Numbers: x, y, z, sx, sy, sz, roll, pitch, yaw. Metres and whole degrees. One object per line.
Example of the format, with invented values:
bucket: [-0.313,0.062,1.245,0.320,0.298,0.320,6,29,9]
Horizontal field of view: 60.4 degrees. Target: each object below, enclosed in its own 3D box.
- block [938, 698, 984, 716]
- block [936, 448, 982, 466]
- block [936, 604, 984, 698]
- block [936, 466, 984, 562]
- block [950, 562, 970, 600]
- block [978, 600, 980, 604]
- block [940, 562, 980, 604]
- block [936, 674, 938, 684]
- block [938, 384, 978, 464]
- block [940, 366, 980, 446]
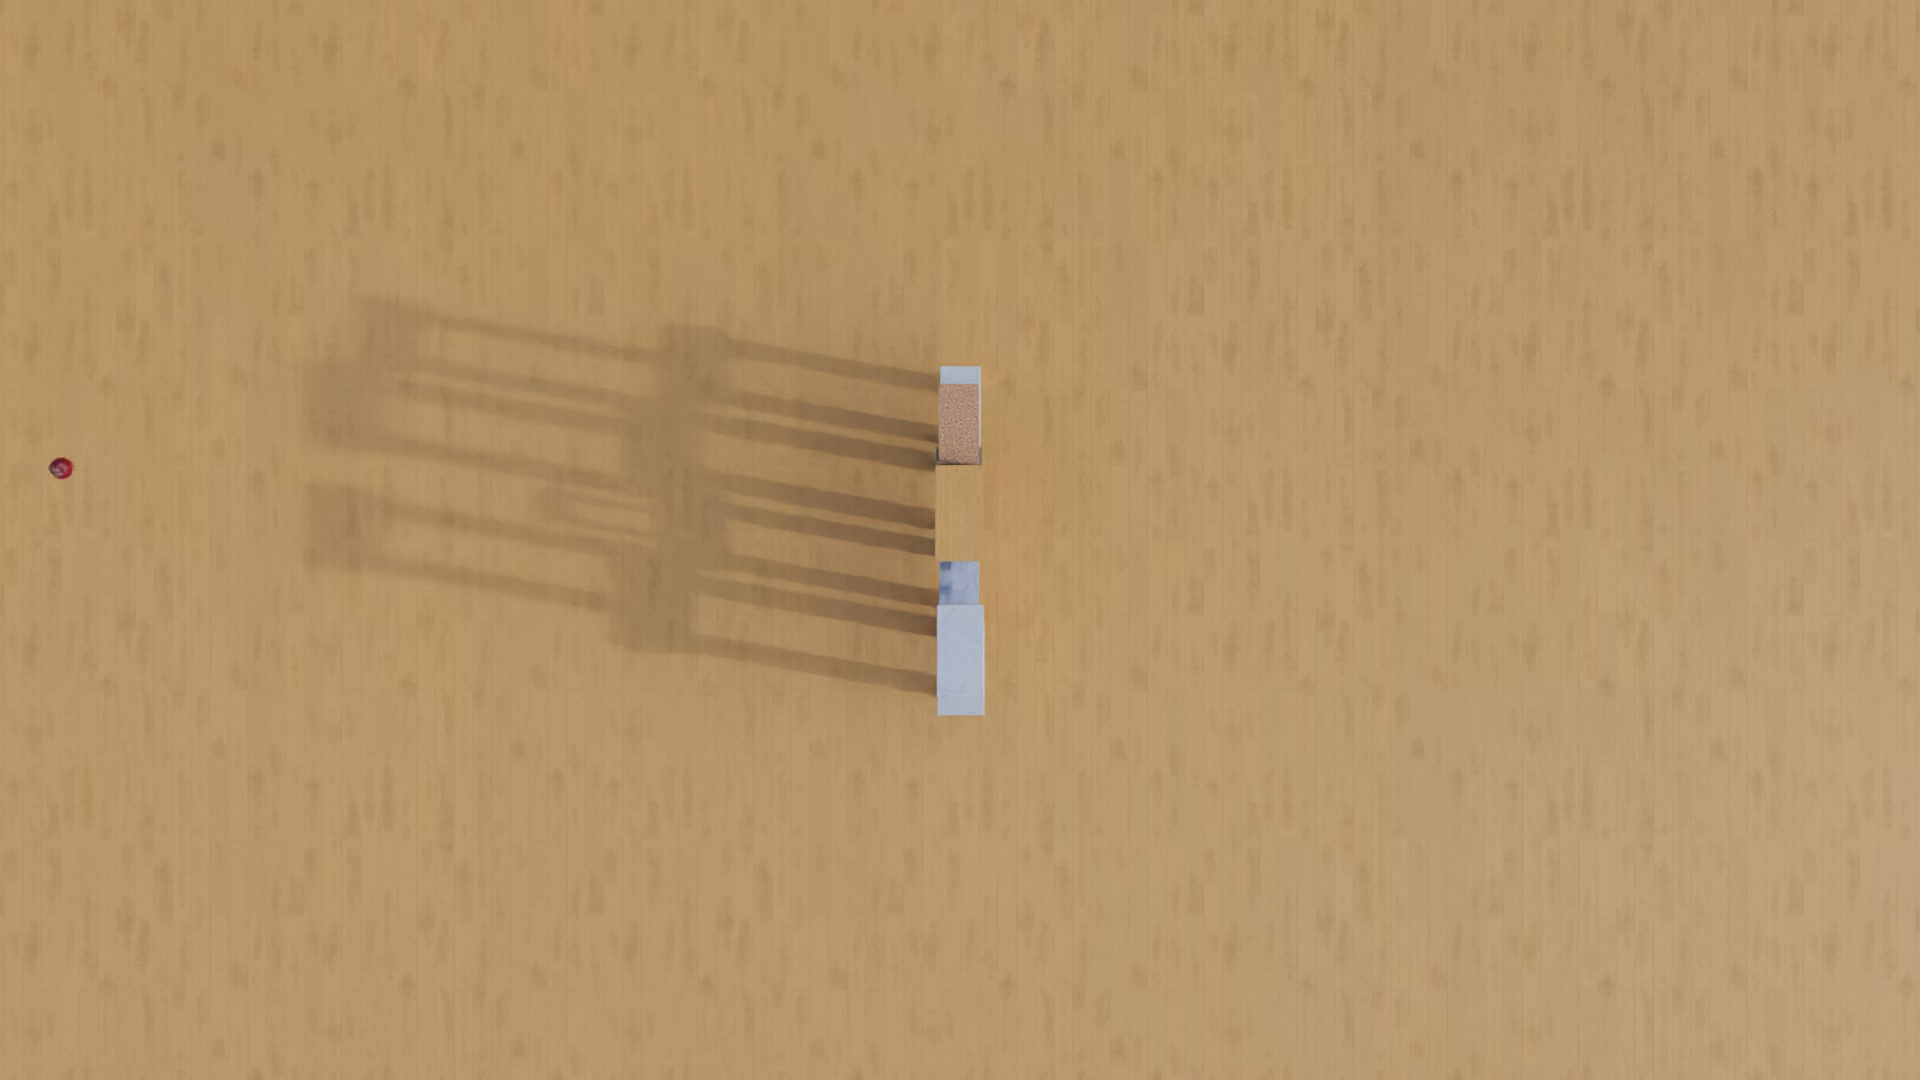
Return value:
block: [0.003,0.403,5.186,0.147,0.042,0.293,0,90,0]
block: [-0.003,-0.149,5.194,0.143,0.040,0.285,0,90,0]
block: [0.001,0.328,4.873,0.136,0.039,0.273,0,90,0]
block: [-0.002,-0.079,4.872,0.141,0.040,0.283,0,90,0]
block: [0.001,0.127,5.084,0.060,0.017,0.120,0,90,0]
block: [-0.002,0.209,5.374,0.126,0.252,0.036,0,90,0]
block: [-0.003,0.125,5.230,0.126,0.036,0.252,0,90,0]
block: [0.000,0.419,5.029,0.136,0.273,0.039,0,90,0]
block: [-0.004,-0.345,4.918,0.120,0.034,0.239,0,90,0]
block: [0.001,-0.423,5.229,0.126,0.036,0.253,0,90,0]
